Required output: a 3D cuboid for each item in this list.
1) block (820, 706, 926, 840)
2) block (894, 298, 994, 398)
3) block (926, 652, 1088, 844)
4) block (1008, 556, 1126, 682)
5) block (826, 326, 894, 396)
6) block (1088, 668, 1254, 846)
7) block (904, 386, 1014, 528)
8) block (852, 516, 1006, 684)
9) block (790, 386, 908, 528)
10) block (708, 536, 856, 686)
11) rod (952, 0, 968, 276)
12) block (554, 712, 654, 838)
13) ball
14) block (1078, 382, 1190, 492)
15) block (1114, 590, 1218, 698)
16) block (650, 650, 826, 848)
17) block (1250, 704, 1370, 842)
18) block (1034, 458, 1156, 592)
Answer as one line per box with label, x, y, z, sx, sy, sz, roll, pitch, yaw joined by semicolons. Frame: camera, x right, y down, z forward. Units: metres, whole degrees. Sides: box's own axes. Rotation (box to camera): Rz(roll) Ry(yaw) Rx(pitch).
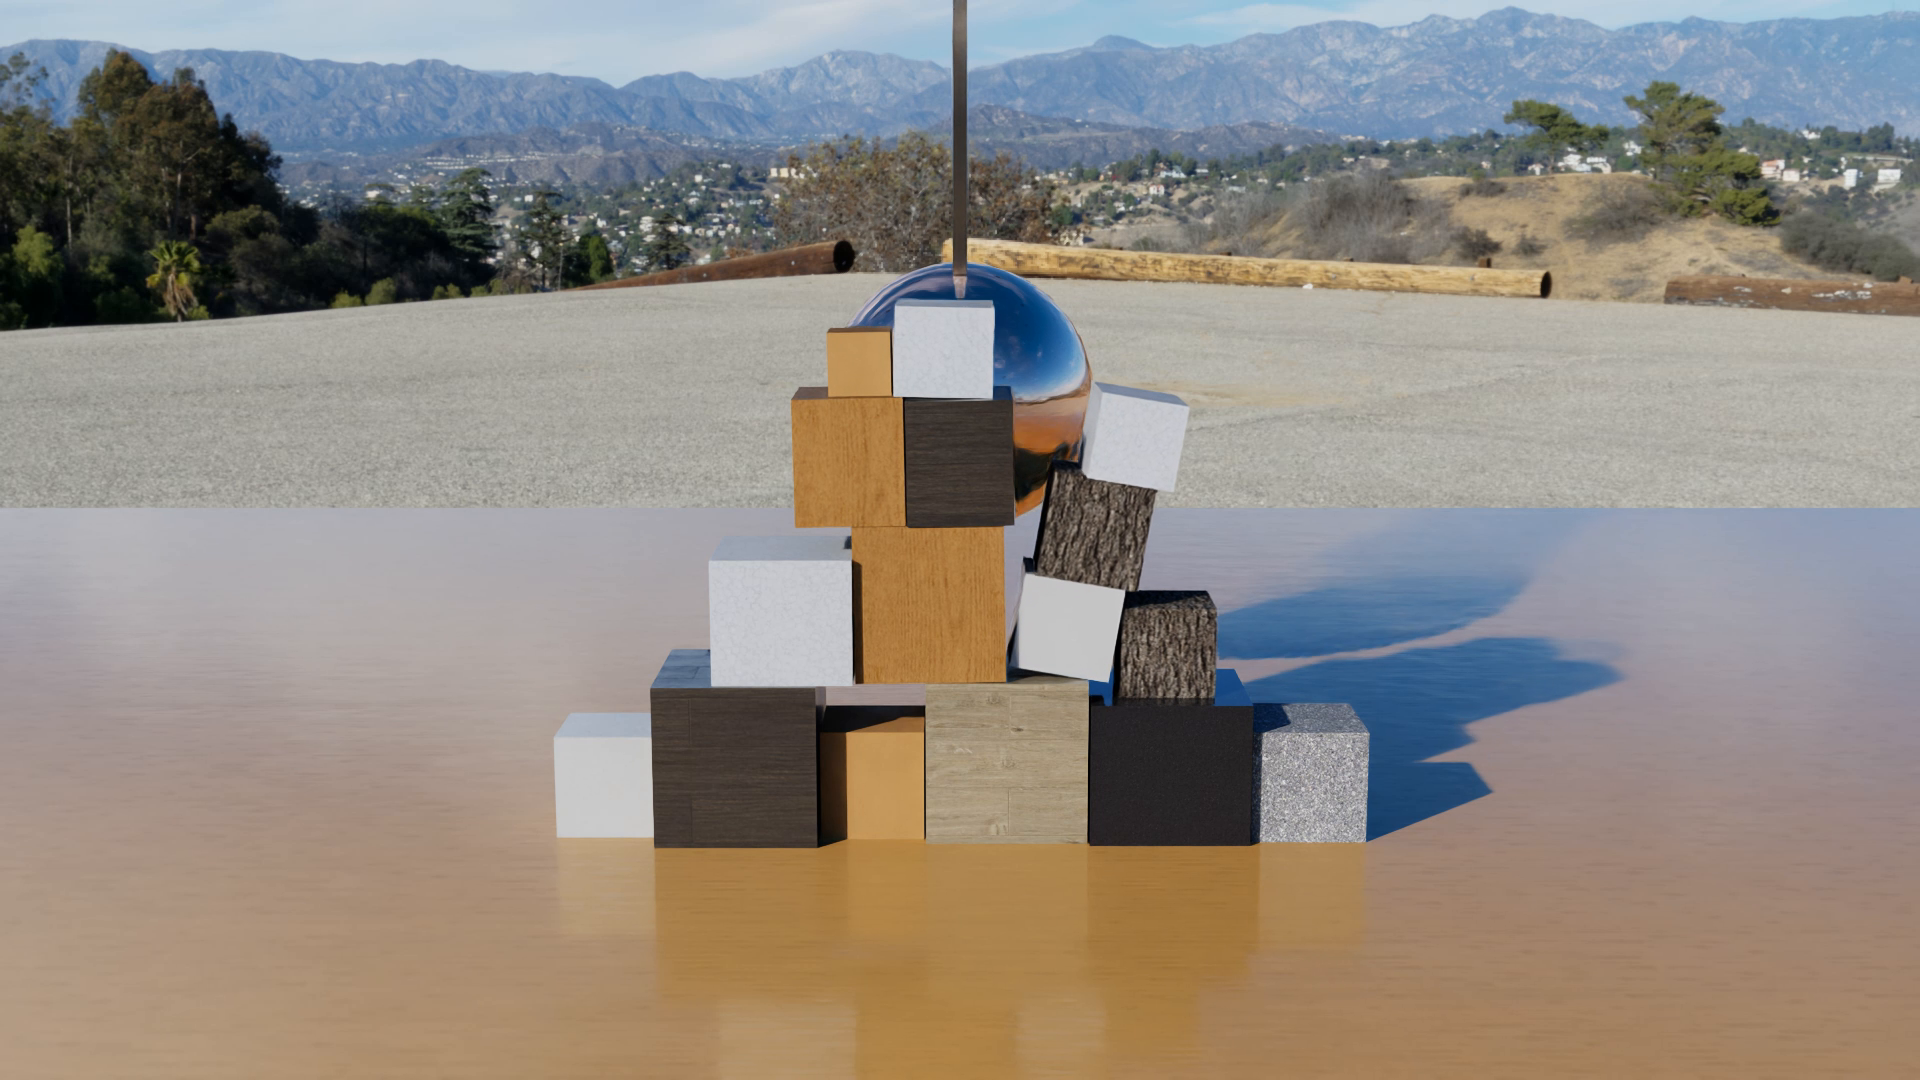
block;-0.444;1.198;11.411;0.525;0.560;0.544;0;10;0
block;-0.079;-0.963;11.016;0.488;0.443;0.508;1;10;0
block;0.235;1.065;11.388;0.815;0.830;0.694;0;10;0
block;0.537;0.403;11.241;0.506;0.481;0.456;10;10;-2
block;-0.498;-0.895;11.004;0.312;0.315;0.318;-1;10;0
block;1.058;1.115;11.401;0.809;0.728;0.785;0;10;0
block;-0.001;-0.429;11.093;0.529;0.621;0.634;-1;10;0
block;-0.153;0.267;11.235;0.754;0.794;0.636;-1;10;0
block;-0.549;-0.429;11.106;0.547;0.636;0.575;-1;10;0
block;-0.886;0.353;11.226;0.703;0.634;0.696;0;10;0
rod;0.000;-3.784;11.406;0.080;5.200;0.080;0;31;0
block;-1.801;1.215;11.410;0.509;0.527;0.486;0;10;0
ball;0.000;-0.855;13.133;1.600;1.600;1.600;0;10;0
block;0.869;-0.527;11.094;0.437;0.431;0.498;9;10;-5
block;1.050;0.531;11.293;0.479;0.460;0.465;0;10;0
block;-1.127;1.066;11.391;0.820;0.828;0.847;0;10;0
block;1.764;1.197;11.379;0.584;0.574;0.592;0;10;0
block;0.679;-0.081;11.179;0.509;0.527;0.504;10;10;-2
